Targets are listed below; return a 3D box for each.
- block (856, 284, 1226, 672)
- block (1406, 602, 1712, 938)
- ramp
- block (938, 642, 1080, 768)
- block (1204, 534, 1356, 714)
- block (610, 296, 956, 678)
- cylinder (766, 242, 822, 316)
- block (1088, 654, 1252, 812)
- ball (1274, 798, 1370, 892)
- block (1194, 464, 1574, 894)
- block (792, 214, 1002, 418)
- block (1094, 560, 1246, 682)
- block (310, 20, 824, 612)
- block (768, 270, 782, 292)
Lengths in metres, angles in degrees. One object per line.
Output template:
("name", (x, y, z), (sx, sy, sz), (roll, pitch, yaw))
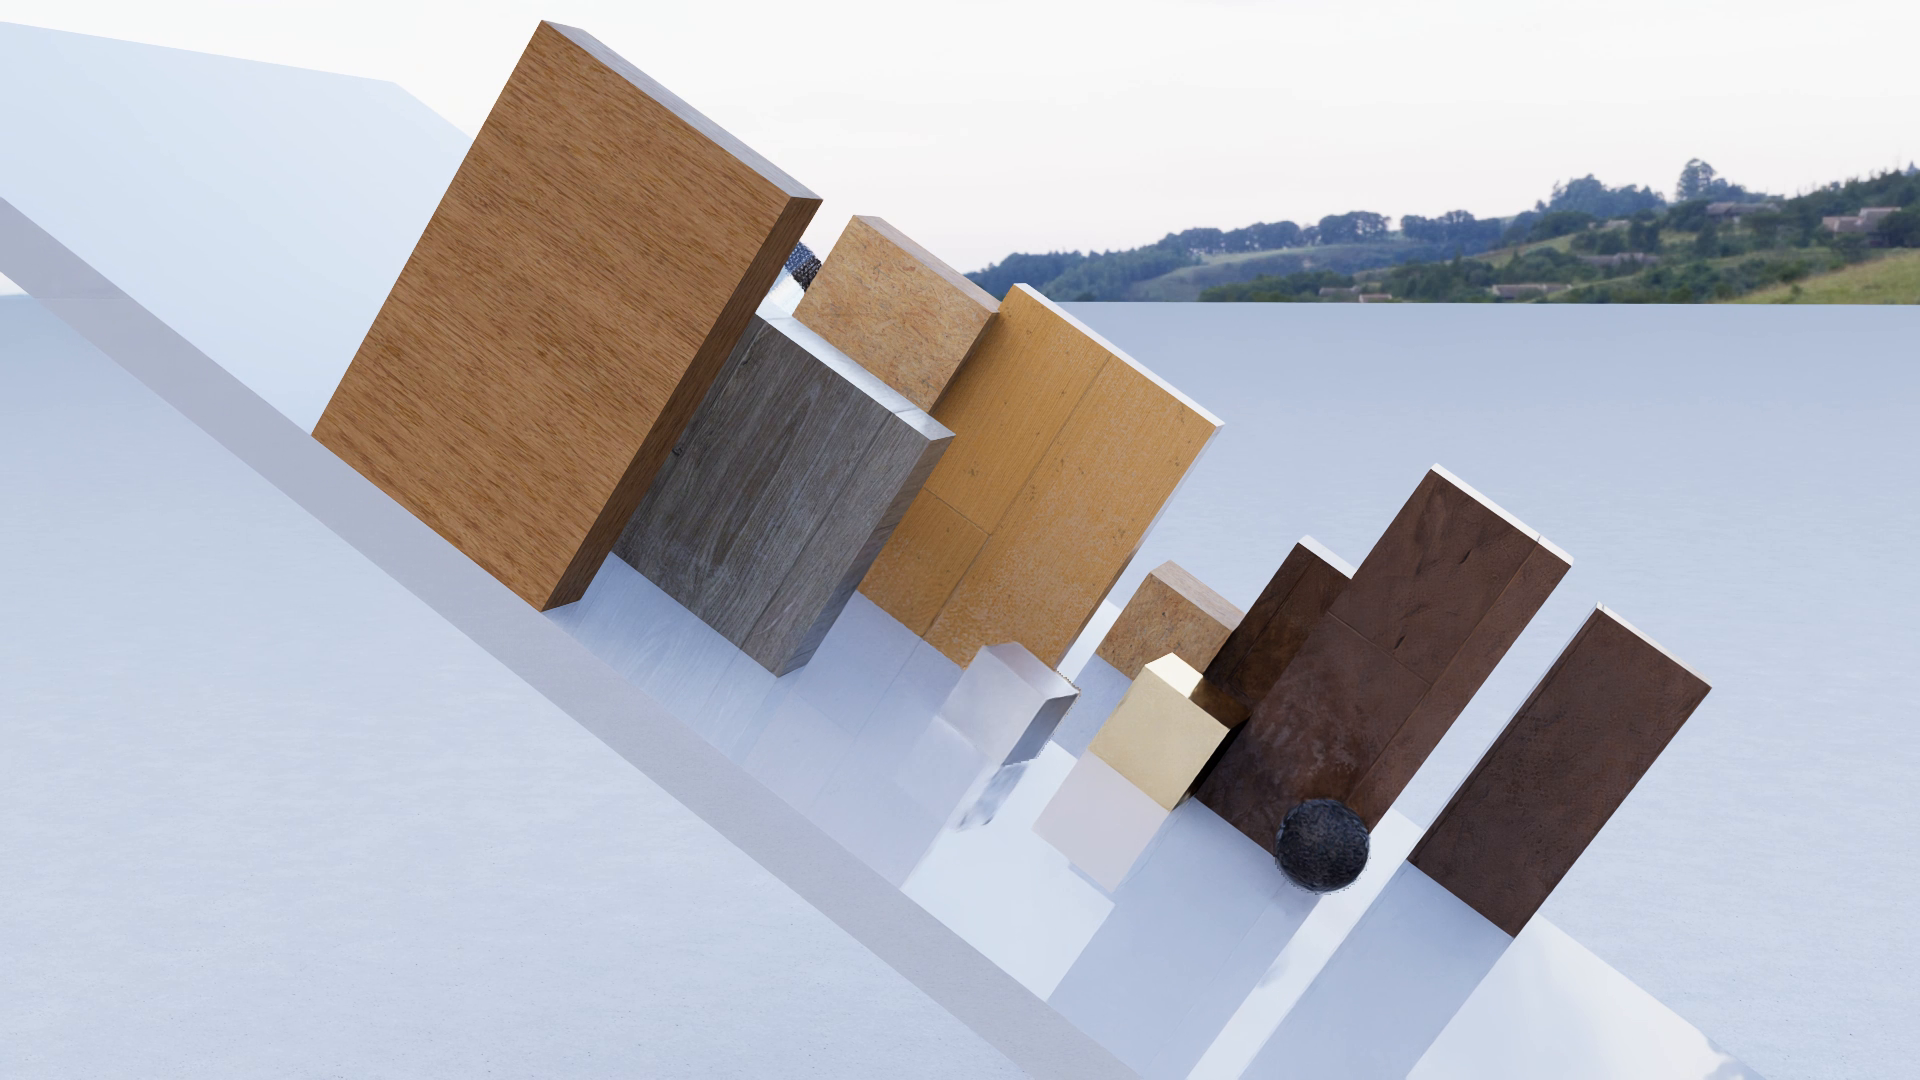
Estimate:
("block", (0.116, -0.076, 3.997), (0.444, 0.635, 0.084), (36, 15, 10))
("block", (1.223, 0.473, 4.513), (0.271, 0.657, 0.092), (36, 15, 10))
("ramp", (-0.115, 0.196, 4.094), (4.000, 0.100, 2.000), (36, 15, 10))
("block", (0.084, 0.280, 3.769), (0.146, 0.146, 0.146), (39, 16, 20))
("block", (0.689, 0.241, 4.573), (0.244, 0.432, 0.133), (36, 15, 10))
("block", (-0.304, -0.089, 3.517), (0.394, 0.460, 0.129), (36, 15, 10))
("cylinder", (-0.356, -0.454, 4.068), (0.164, 0.164, 0.164), (6, 42, 42))
("block", (0.391, 0.354, 4.078), (0.192, 0.192, 0.192), (37, 16, 14))
("ball", (0.648, 0.546, 3.934), (0.168, 0.168, 0.168), (0, 7, 0))
("block", (0.779, 0.258, 4.076), (0.300, 0.761, 0.119), (36, 15, 10))
("block", (-0.200, -0.266, 4.046), (0.311, 0.579, 0.143), (36, 15, 10))
("block", (0.449, 0.199, 4.640), (0.210, 0.210, 0.210), (36, 15, 10))
("block", (-0.578, -0.319, 3.188), (0.447, 0.711, 0.127), (36, 15, 10))
("block", (-0.612, -0.384, 3.776), (0.431, 0.474, 0.085), (36, 15, 10))
